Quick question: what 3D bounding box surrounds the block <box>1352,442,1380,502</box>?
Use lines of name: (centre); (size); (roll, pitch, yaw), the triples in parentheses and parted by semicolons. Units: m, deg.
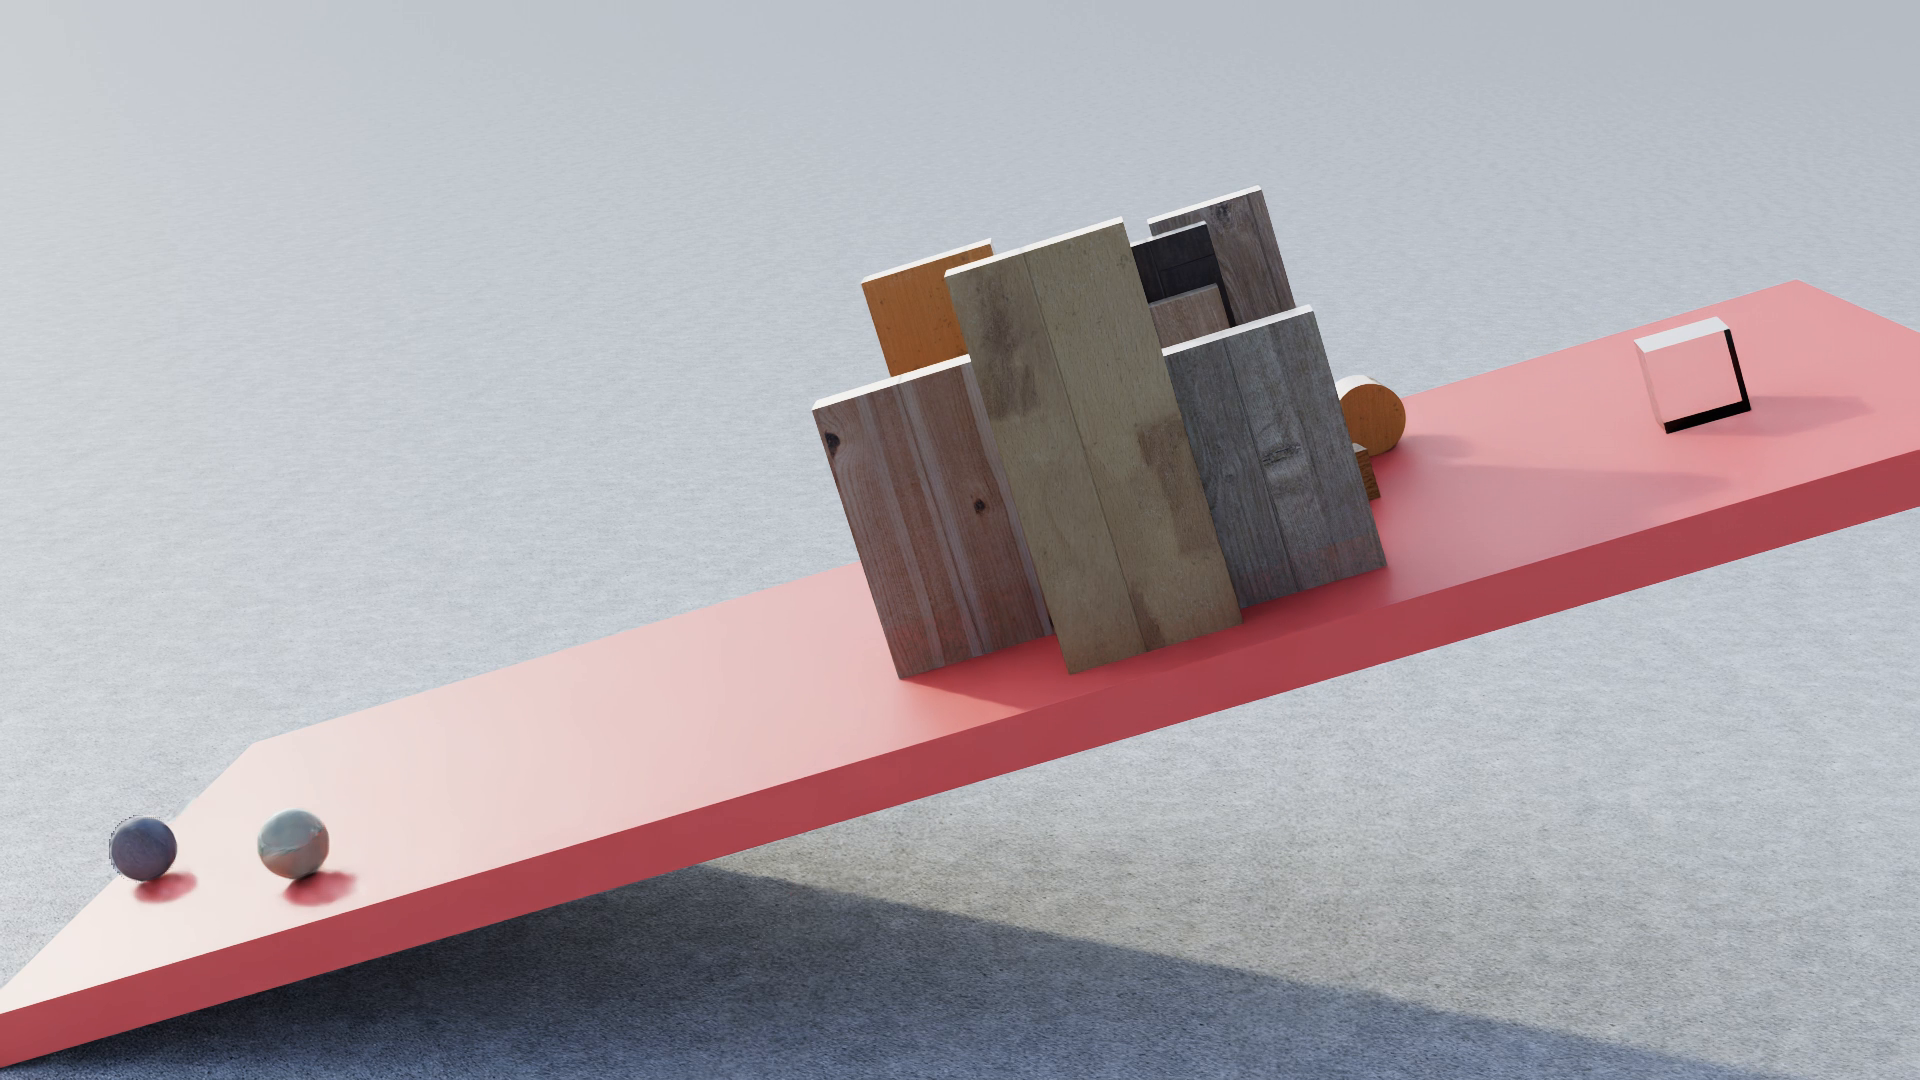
block: (0.810, -0.132, 6.201); (0.107, 0.107, 0.107); (-18, 10, -3)

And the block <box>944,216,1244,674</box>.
block: (0.251, -0.173, 5.460); (0.339, 0.779, 0.114); (-17, 10, 5)

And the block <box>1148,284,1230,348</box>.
block: (0.455, -0.241, 6.207); (0.334, 0.521, 0.084); (-17, 10, 5)

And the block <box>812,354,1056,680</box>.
block: (-0.018, -0.057, 5.887); (0.393, 0.571, 0.128); (-17, 10, 5)

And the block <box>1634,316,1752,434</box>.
block: (1.483, -0.335, 5.960); (0.172, 0.172, 0.172); (-16, 10, 9)

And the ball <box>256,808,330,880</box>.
ball: (-1.316, 0.599, 5.807); (0.142, 0.142, 0.142); (0, 11, 0)

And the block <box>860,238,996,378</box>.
block: (0.024, -0.332, 6.951); (0.315, 0.688, 0.134); (-17, 10, 5)

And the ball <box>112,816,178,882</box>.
ball: (-1.728, 0.655, 6.231); (0.135, 0.135, 0.135); (0, 11, 0)

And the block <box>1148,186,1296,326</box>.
block: (0.639, -0.441, 6.594); (0.259, 0.650, 0.119); (-17, 10, 5)

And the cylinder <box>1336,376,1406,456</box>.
cylinder: (0.915, -0.283, 6.670); (0.164, 0.164, 0.164); (0, 10, -2)

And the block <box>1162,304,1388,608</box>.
block: (0.530, -0.138, 5.576); (0.428, 0.506, 0.101); (-17, 10, 5)

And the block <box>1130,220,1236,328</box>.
block: (0.412, -0.326, 6.425); (0.445, 0.631, 0.081); (-17, 10, 5)

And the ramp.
ramp: (0.097, 0.184, 6.314); (4.000, 0.100, 2.000); (-17, 10, 5)
